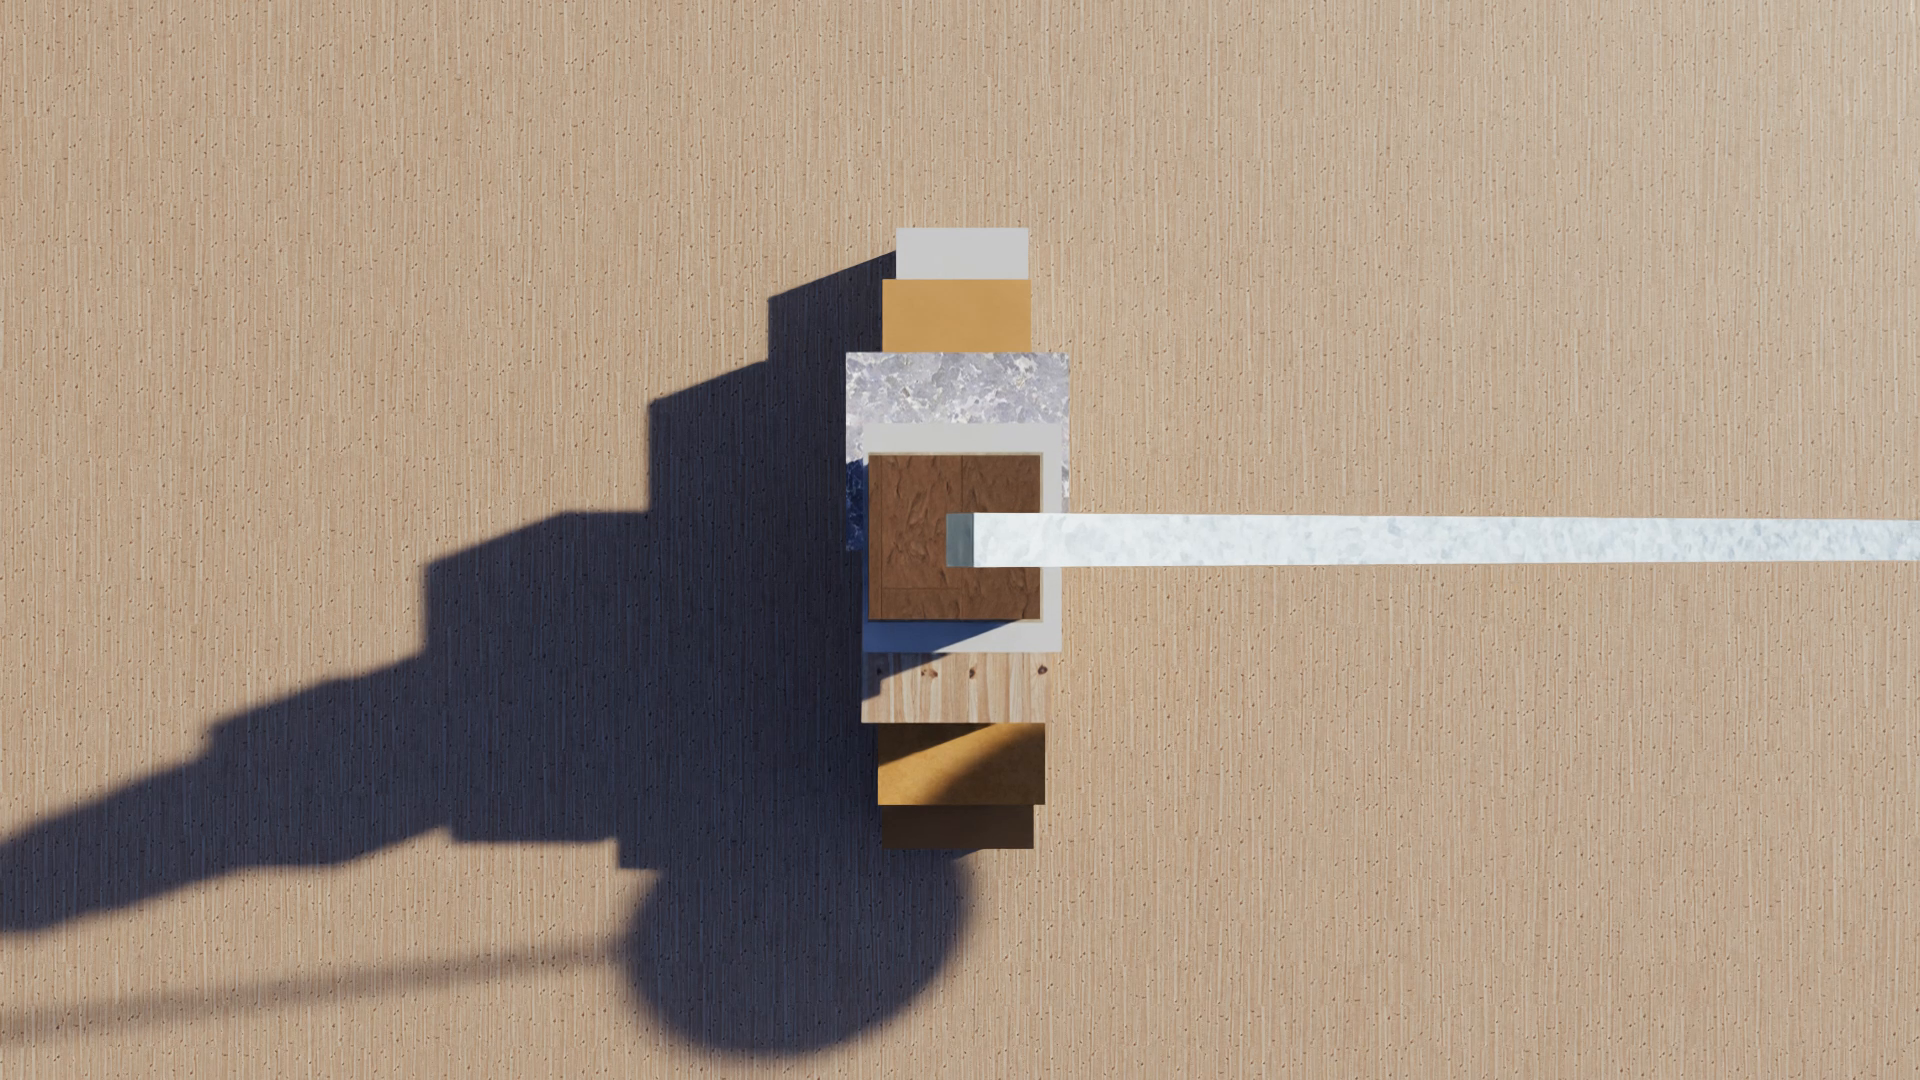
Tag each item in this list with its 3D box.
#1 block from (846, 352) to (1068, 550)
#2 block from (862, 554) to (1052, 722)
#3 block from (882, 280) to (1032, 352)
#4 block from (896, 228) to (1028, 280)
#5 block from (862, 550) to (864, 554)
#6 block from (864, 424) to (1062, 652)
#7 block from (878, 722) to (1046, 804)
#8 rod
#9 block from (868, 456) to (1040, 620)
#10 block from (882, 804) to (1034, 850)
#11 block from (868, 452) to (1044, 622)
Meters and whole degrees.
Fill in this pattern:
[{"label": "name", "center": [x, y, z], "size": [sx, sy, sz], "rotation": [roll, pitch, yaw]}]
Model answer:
[{"label": "block", "center": [-0.012, -0.404, 10.565], "size": [1.024, 0.929, 0.911], "rotation": [0, 90, 0]}, {"label": "block", "center": [-0.015, 0.455, 10.610], "size": [0.881, 0.830, 0.784], "rotation": [0, 90, 0]}, {"label": "block", "center": [-0.016, -0.944, 11.781], "size": [0.771, 0.724, 0.819], "rotation": [0, 90, 0]}, {"label": "block", "center": [0.013, -1.285, 12.572], "size": [0.729, 0.857, 0.879], "rotation": [0, 90, 0]}, {"label": "block", "center": [-0.015, -0.028, 11.573], "size": [0.948, 1.092, 0.997], "rotation": [0, 90, 0]}, {"label": "block", "center": [0.009, -0.009, 8.951], "size": [0.769, 0.844, 0.888], "rotation": [0, 90, 0]}, {"label": "block", "center": [0.008, 0.918, 11.679], "size": [0.856, 0.879, 0.870], "rotation": [0, 90, 0]}, {"label": "rod", "center": [2.212, 0.000, 4.649], "size": [5.200, 0.080, 0.080], "rotation": [0, 90, -32]}, {"label": "block", "center": [-0.017, -0.008, 7.038], "size": [0.530, 0.467, 0.508], "rotation": [0, 90, 0]}, {"label": "block", "center": [-0.012, 1.348, 12.635], "size": [0.846, 0.729, 0.752], "rotation": [0, 90, 0]}, {"label": "block", "center": [-0.015, -0.009, 7.578], "size": [0.580, 0.612, 0.564], "rotation": [0, 90, 0]}]
